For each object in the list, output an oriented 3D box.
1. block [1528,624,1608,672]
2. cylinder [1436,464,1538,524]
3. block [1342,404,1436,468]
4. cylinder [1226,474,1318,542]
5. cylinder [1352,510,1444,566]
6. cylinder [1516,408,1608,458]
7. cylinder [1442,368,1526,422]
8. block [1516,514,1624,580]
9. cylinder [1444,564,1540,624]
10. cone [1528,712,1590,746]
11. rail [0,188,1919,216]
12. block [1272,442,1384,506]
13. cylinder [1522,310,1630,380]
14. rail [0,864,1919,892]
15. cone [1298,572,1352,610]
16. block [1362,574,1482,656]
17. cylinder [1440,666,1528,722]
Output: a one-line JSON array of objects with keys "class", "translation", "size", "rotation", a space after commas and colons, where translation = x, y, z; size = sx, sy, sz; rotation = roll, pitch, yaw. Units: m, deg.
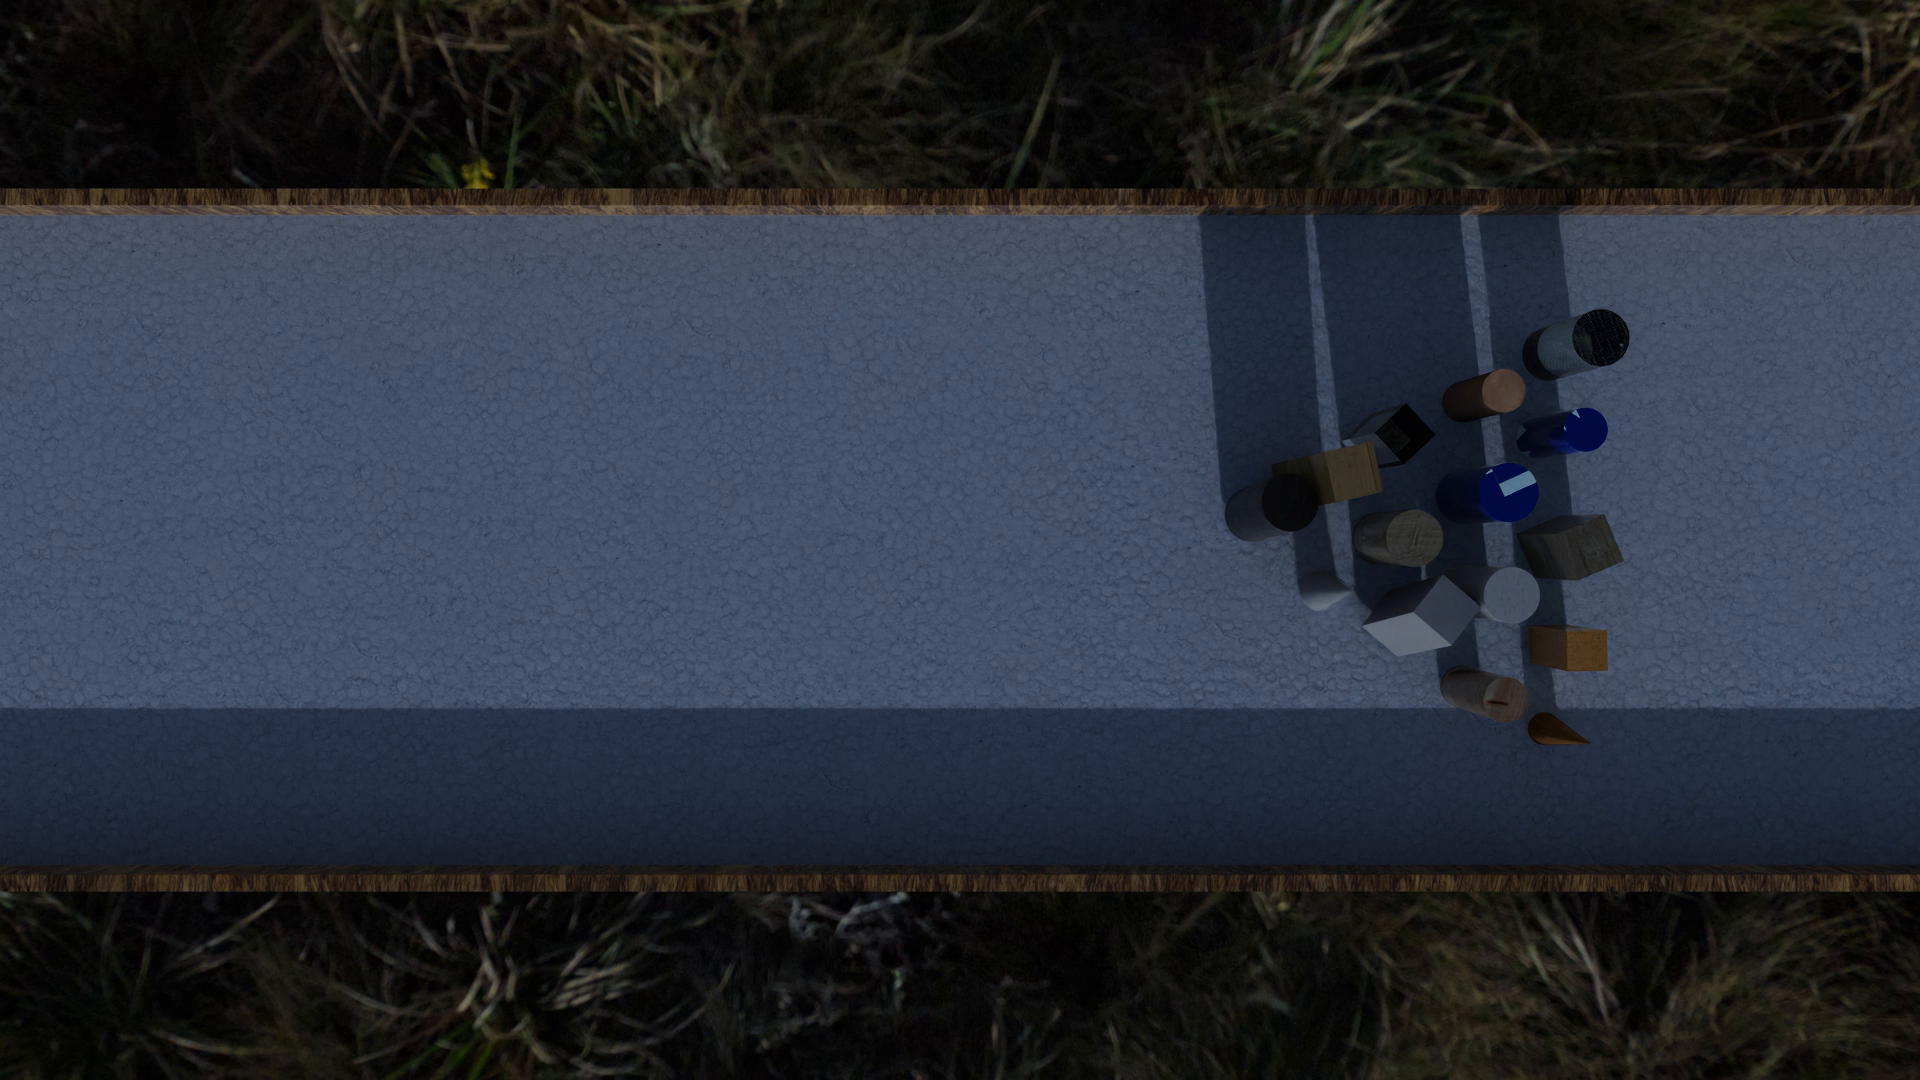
[{"class": "block", "translation": [1.810, 0.320, 4.918], "size": [0.116, 0.317, 0.116], "rotation": [-1, 90, 0]}, {"class": "cylinder", "translation": [1.548, -0.134, 4.863], "size": [0.168, 0.426, 0.168], "rotation": [0, 90, 0]}, {"class": "block", "translation": [1.261, -0.301, 4.875], "size": [0.123, 0.404, 0.123], "rotation": [-43, 90, 0]}, {"class": "cylinder", "translation": [0.917, -0.092, 4.881], "size": [0.167, 0.370, 0.167], "rotation": [1, 85, -7]}, {"class": "cylinder", "translation": [1.289, -0.005, 4.876], "size": [0.162, 0.401, 0.162], "rotation": [0, 90, 0]}, {"class": "cylinder", "translation": [1.775, -0.313, 4.877], "size": [0.125, 0.400, 0.125], "rotation": [0, 90, 0]}, {"class": "cylinder", "translation": [1.546, -0.424, 4.882], "size": [0.124, 0.389, 0.124], "rotation": [0, 90, 0]}, {"class": "block", "translation": [1.807, 0.021, 4.900], "size": [0.146, 0.352, 0.146], "rotation": [-23, 90, 0]}, {"class": "cylinder", "translation": [1.553, 0.155, 4.860], "size": [0.159, 0.434, 0.159], "rotation": [0, 90, 0]}, {"class": "cone", "translation": [1.798, 0.581, 4.886], "size": [0.101, 0.381, 0.101], "rotation": [0, 90, 0]}, {"class": "rail", "translation": [-2.247, -1.025, 5.002], "size": [12.000, 0.150, 0.050], "rotation": [0, 90, 0]}, {"class": "block", "translation": [1.073, -0.183, 4.849], "size": [0.145, 0.437, 0.145], "rotation": [-12, 90, -9]}, {"class": "cylinder", "translation": [1.812, -0.572, 4.870], "size": [0.163, 0.414, 0.163], "rotation": [0, 90, 0]}, {"class": "rail", "translation": [-2.247, 1.025, 5.001], "size": [12.000, 0.150, 0.050], "rotation": [0, 90, 0]}, {"class": "cone", "translation": [1.102, 0.150, 4.845], "size": [0.122, 0.460, 0.122], "rotation": [0, 88, 0]}, {"class": "block", "translation": [1.356, 0.227, 4.868], "size": [0.144, 0.397, 0.144], "rotation": [41, 79, 0]}, {"class": "cylinder", "translation": [1.542, 0.451, 4.867], "size": [0.129, 0.419, 0.129], "rotation": [0, 90, 0]}]
